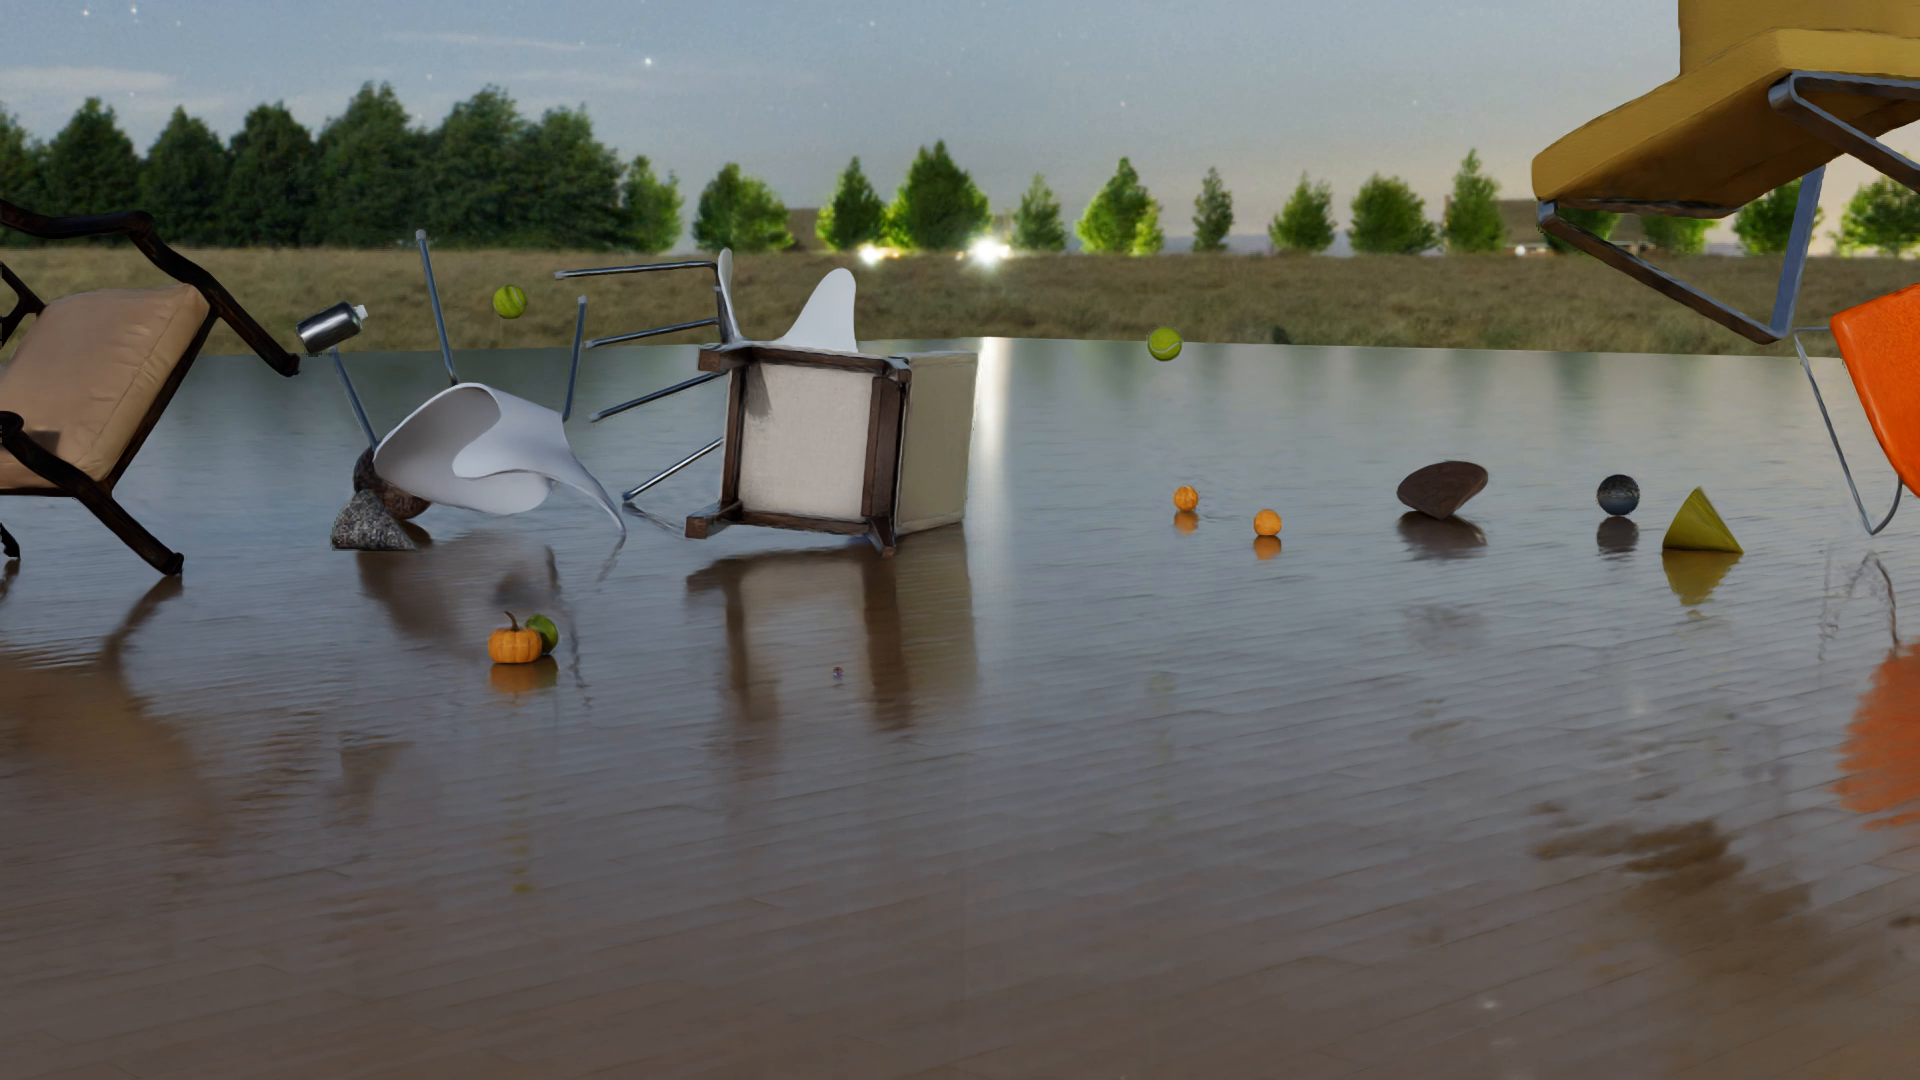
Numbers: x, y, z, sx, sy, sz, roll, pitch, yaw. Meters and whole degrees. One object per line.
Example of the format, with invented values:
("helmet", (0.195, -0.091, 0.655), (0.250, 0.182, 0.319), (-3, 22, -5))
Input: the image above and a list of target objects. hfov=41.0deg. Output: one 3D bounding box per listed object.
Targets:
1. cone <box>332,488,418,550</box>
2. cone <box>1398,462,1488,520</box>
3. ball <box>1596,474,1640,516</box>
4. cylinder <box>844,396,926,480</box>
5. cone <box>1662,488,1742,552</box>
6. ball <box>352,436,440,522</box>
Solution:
("cone", (-1.027, -0.009, 4.598), (0.136, 0.120, 0.144), (25, 17, 6))
("cone", (1.327, -0.102, 7.064), (0.260, 0.132, 0.337), (-13, 15, 15))
("ball", (1.810, -0.124, 7.049), (0.116, 0.116, 0.116), (0, 6, 0))
("cylinder", (-0.245, -0.333, 8.345), (0.204, 0.196, 0.201), (2, 32, -32))
("cone", (1.802, -0.011, 6.142), (0.169, 0.171, 0.177), (33, -8, 22))
("ball", (-1.515, -0.164, 6.894), (0.227, 0.227, 0.227), (0, 6, 0))
